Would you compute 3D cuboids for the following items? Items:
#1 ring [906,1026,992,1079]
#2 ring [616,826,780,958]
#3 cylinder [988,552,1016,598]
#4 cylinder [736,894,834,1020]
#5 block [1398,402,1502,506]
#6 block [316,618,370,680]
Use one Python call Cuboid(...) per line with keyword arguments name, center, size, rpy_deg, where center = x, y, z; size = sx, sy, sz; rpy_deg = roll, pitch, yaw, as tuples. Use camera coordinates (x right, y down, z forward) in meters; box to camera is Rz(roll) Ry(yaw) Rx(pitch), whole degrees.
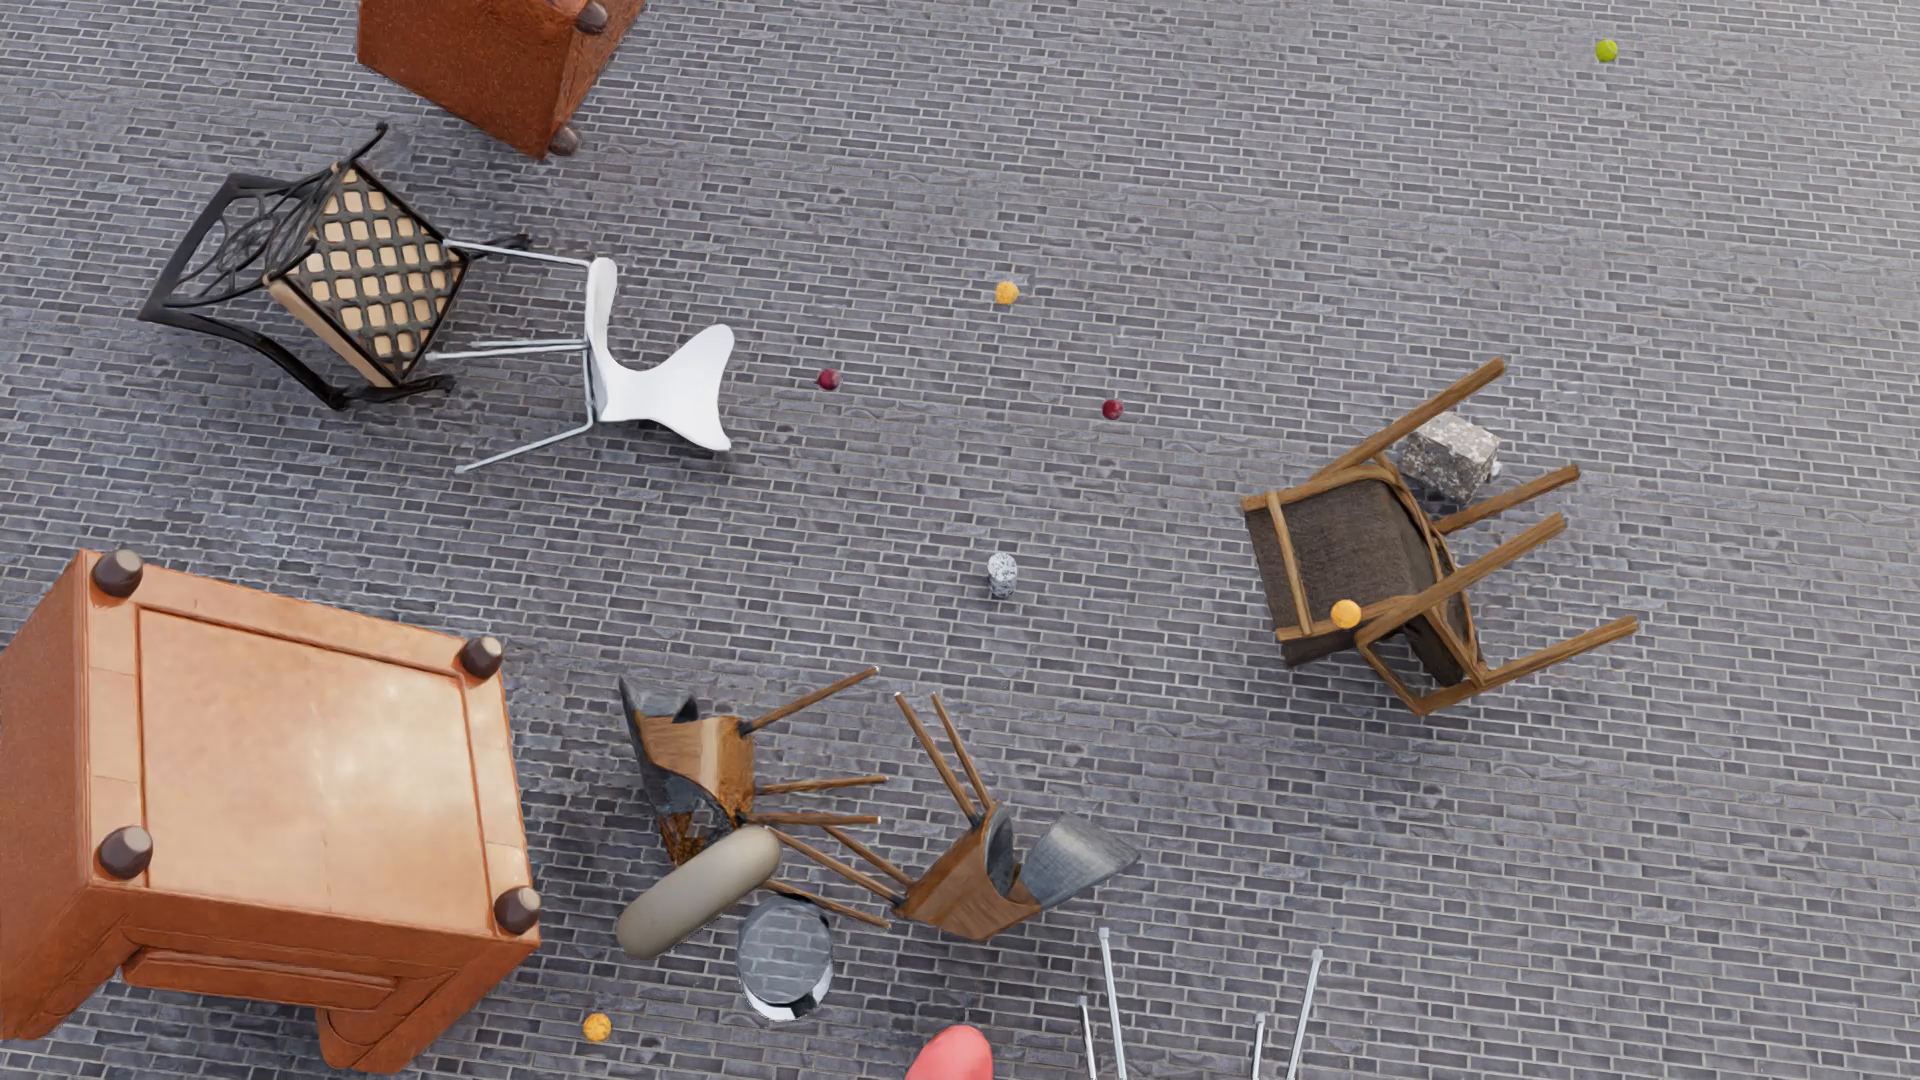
Cuboid(name="ring", center=(-0.051, 1.392, 5.419), size=(0.136, 0.300, 0.426), rpy_deg=(26, 104, 28))
Cuboid(name="ring", center=(-0.584, 0.787, 4.922), size=(0.129, 0.433, 0.402), rpy_deg=(55, 33, 5))
Cuboid(name="cylinder", center=(0.124, 0.103, 6.453), size=(0.083, 0.087, 0.101), rpy_deg=(-13, 57, -8))
Cuboid(name="cylinder", center=(-0.454, 1.086, 5.733), size=(0.244, 0.159, 0.294), rpy_deg=(5, 62, 2))
Cuboid(name="block", center=(1.474, -0.258, 6.628), size=(0.238, 0.183, 0.133), rpy_deg=(30, 54, 19))
Cuboid(name="block", center=(-1.764, 0.313, 6.287), size=(0.084, 0.111, 0.135), rpy_deg=(-6, 55, 13))
